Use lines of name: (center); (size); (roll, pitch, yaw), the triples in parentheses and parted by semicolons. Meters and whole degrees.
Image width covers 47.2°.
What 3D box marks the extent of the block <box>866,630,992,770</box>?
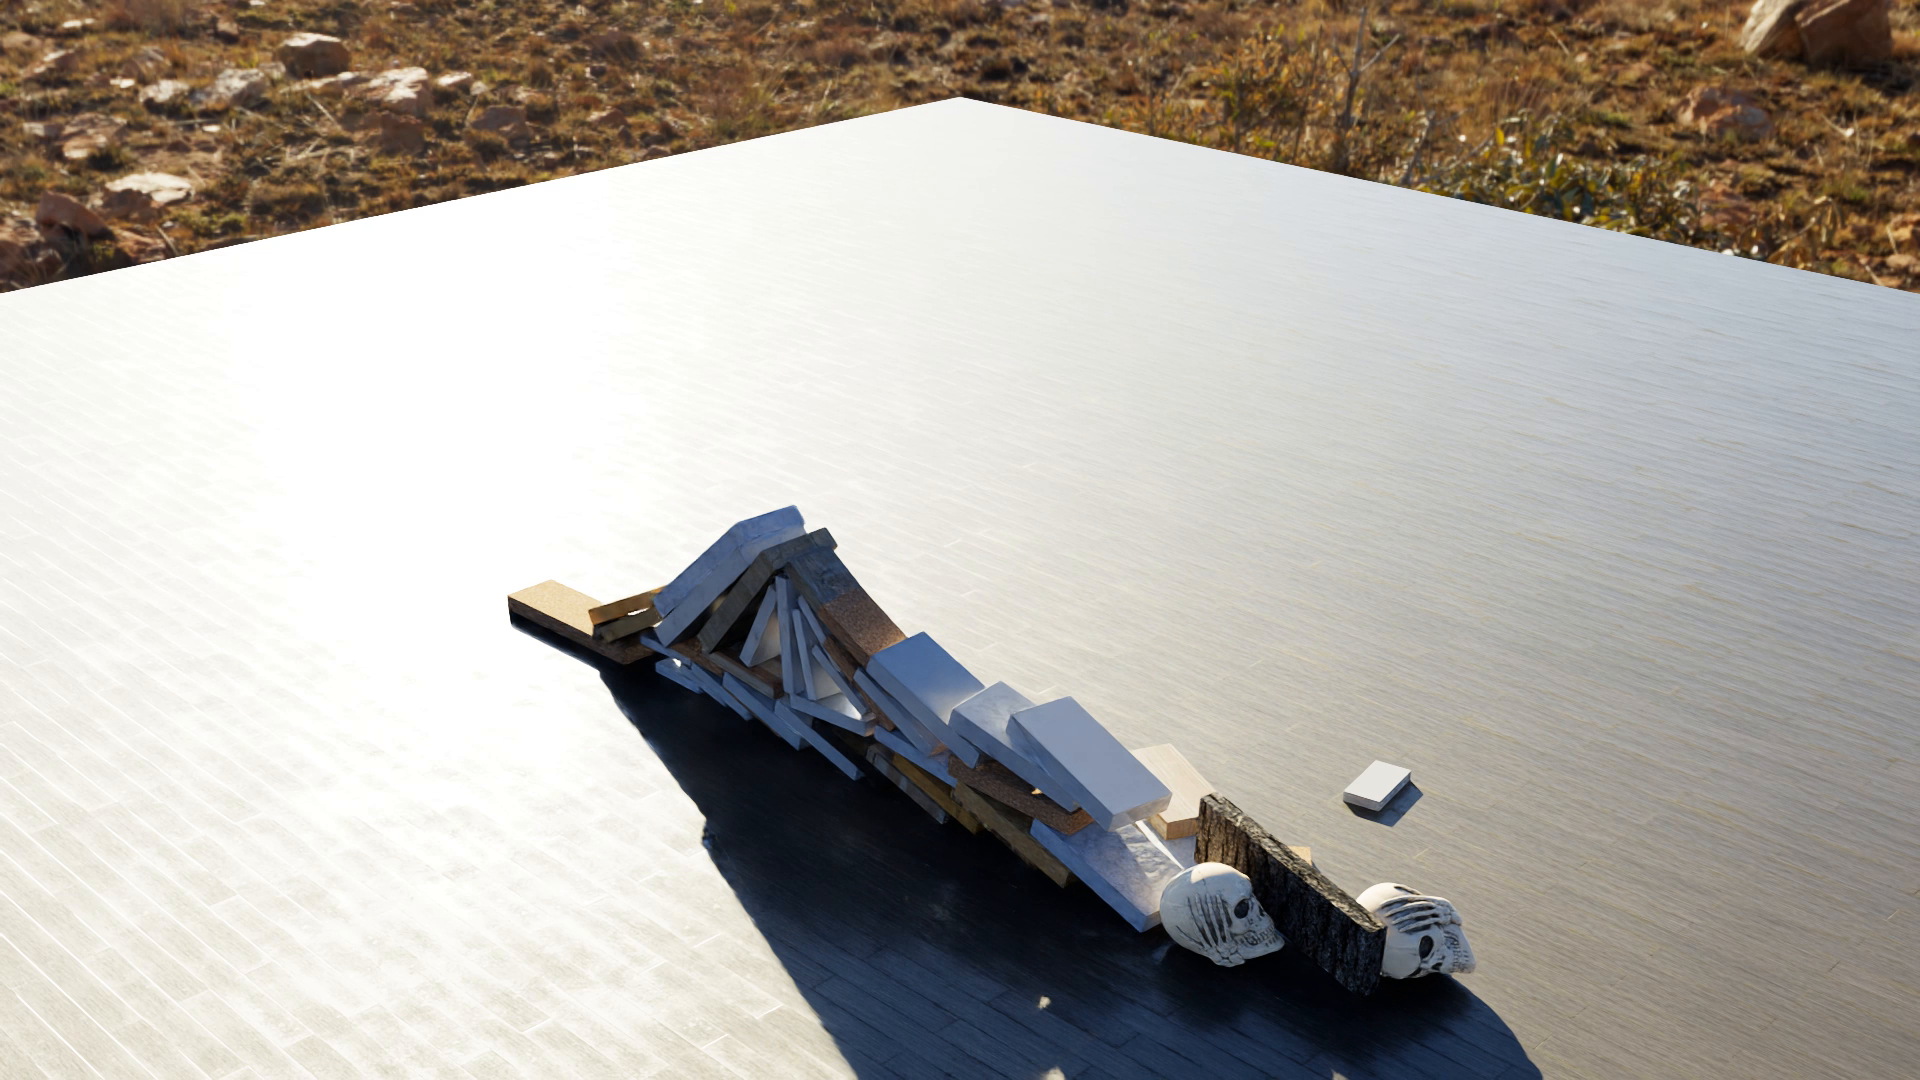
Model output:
block: (-0.025, 0.314, 4.360); (0.308, 0.044, 0.154); (41, 41, 24)

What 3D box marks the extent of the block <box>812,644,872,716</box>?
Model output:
block: (-0.222, 0.278, 4.574); (0.088, 0.025, 0.176); (-24, 68, -44)

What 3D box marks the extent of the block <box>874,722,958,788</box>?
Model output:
block: (-0.045, 0.417, 4.458); (0.123, 0.035, 0.247); (-20, 34, -39)

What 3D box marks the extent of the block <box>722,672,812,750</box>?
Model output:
block: (-0.383, 0.351, 4.783); (0.130, 0.037, 0.259); (-21, 46, -40)

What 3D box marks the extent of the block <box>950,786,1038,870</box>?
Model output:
block: (0.110, 0.545, 4.349); (0.123, 0.035, 0.247); (-21, 46, -40)

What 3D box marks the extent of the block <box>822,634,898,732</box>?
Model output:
block: (-0.168, 0.276, 4.519); (0.117, 0.033, 0.233); (-25, 70, -44)

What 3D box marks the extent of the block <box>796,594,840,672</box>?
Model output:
block: (-0.261, 0.182, 4.576); (0.088, 0.176, 0.025); (-20, -15, -43)

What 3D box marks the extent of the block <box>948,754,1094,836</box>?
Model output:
block: (0.143, 0.467, 4.273); (0.309, 0.044, 0.154); (22, 31, 36)

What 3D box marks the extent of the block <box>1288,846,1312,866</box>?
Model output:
block: (0.635, 0.639, 4.226); (0.079, 0.022, 0.158); (2, 23, 5)

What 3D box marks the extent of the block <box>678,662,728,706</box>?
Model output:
block: (-0.549, 0.311, 4.948); (0.160, 0.023, 0.080); (34, 39, 31)

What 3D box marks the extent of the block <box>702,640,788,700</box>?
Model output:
block: (-0.435, 0.265, 4.810); (0.130, 0.037, 0.259); (-19, 32, -38)

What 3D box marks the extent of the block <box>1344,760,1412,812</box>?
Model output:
block: (0.861, 0.507, 4.538); (0.079, 0.022, 0.158); (15, 27, 31)

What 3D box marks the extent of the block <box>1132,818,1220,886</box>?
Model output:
block: (0.432, 0.587, 4.326); (0.145, 0.041, 0.291); (-8, 24, -17)

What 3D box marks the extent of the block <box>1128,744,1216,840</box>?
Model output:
block: (0.418, 0.503, 4.417); (0.145, 0.041, 0.291); (-8, 24, -19)

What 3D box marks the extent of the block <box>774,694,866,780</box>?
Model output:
block: (-0.260, 0.403, 4.679); (0.130, 0.037, 0.259); (-22, 46, -41)

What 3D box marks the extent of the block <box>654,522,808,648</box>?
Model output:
block: (-0.500, 0.102, 4.809); (0.179, 0.051, 0.424); (-22, -13, -41)

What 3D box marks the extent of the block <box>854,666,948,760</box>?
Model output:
block: (-0.096, 0.330, 4.446); (0.117, 0.033, 0.233); (-23, 61, -43)

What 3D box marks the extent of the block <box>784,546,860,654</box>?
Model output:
block: (-0.252, 0.122, 4.552); (0.116, 0.033, 0.232); (-21, 64, -42)

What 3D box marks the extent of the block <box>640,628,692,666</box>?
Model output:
block: (-0.642, 0.237, 5.007); (0.160, 0.023, 0.080); (21, 31, 33)

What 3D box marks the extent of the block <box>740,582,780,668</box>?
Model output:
block: (-0.388, 0.169, 4.712); (0.116, 0.232, 0.033); (-22, 59, -41)

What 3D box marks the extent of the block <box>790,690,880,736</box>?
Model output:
block: (-0.237, 0.348, 4.622); (0.232, 0.033, 0.116); (17, 28, 42)

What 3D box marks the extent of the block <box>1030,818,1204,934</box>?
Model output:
block: (0.295, 0.606, 4.171); (0.154, 0.044, 0.309); (-19, 45, -38)

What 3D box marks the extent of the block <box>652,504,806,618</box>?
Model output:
block: (-0.507, 0.047, 4.813); (0.179, 0.051, 0.358); (-20, -14, -48)

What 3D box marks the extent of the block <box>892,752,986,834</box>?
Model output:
block: (-0.008, 0.489, 4.453); (0.123, 0.035, 0.247); (-21, 47, -40)

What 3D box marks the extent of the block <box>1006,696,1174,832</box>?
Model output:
block: (0.243, 0.420, 4.163); (0.154, 0.044, 0.308); (-14, 43, -38)

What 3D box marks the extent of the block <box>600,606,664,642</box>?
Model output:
block: (-0.695, 0.171, 5.039); (0.134, 0.038, 0.268); (-21, 1, -45)

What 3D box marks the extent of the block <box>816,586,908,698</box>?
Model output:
block: (-0.171, 0.206, 4.471); (0.233, 0.033, 0.117); (47, 43, 15)

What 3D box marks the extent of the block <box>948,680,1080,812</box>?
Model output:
block: (0.144, 0.395, 4.240); (0.308, 0.044, 0.154); (33, 37, 25)

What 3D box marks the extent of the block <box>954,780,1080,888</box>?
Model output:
block: (0.151, 0.544, 4.293); (0.154, 0.044, 0.309); (-21, 46, -40)

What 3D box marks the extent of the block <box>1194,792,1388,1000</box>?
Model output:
block: (0.594, 0.641, 4.009); (0.041, 0.145, 0.472); (-16, 33, -29)

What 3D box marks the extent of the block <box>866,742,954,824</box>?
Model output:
block: (-0.071, 0.482, 4.503); (0.116, 0.033, 0.232); (-22, 47, -41)

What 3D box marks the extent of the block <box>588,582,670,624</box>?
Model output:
block: (-0.742, 0.140, 5.132); (0.134, 0.038, 0.268); (-21, 3, -41)

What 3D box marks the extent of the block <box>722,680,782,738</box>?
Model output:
block: (-0.419, 0.351, 4.830); (0.101, 0.029, 0.202); (-21, 46, -41)

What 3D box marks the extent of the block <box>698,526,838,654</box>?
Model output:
block: (-0.416, 0.110, 4.728); (0.179, 0.358, 0.051); (-22, 72, -41)

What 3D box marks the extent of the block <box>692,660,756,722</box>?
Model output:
block: (-0.497, 0.321, 4.901); (0.101, 0.029, 0.202); (-20, 46, -40)

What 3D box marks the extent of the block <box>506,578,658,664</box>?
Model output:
block: (-0.893, 0.192, 5.259); (0.451, 0.038, 0.134); (20, 30, 39)

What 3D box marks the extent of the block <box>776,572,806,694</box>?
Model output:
block: (-0.327, 0.185, 4.645); (0.033, 0.263, 0.116); (17, 28, 41)

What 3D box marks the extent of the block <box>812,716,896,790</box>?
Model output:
block: (-0.191, 0.426, 4.604); (0.116, 0.033, 0.232); (-21, 46, -41)

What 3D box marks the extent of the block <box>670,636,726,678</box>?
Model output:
block: (-0.561, 0.243, 4.943); (0.202, 0.029, 0.101); (25, 34, 39)

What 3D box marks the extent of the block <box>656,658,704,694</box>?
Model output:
block: (-0.613, 0.303, 5.017); (0.080, 0.023, 0.160); (-21, 31, -40)

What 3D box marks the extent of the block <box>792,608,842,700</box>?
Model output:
block: (-0.295, 0.231, 4.610); (0.088, 0.193, 0.025); (-15, 6, -44)
